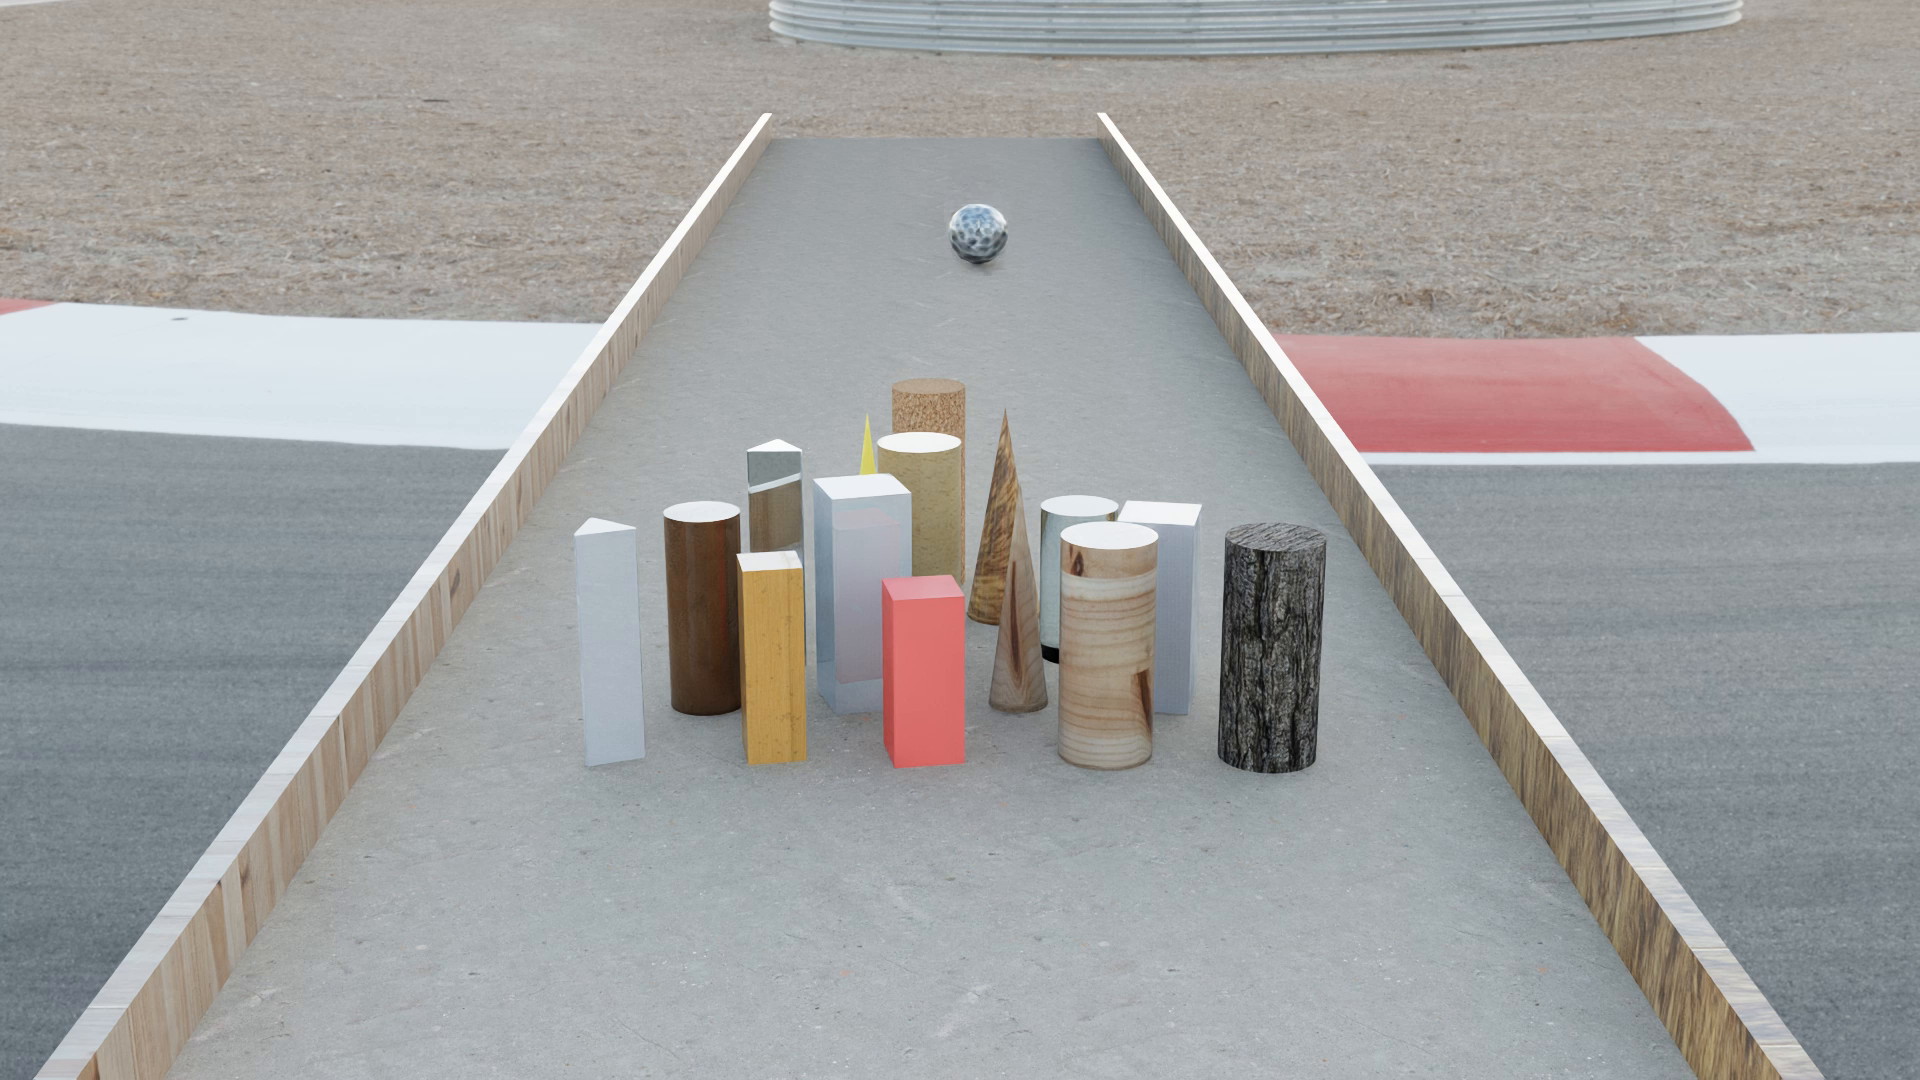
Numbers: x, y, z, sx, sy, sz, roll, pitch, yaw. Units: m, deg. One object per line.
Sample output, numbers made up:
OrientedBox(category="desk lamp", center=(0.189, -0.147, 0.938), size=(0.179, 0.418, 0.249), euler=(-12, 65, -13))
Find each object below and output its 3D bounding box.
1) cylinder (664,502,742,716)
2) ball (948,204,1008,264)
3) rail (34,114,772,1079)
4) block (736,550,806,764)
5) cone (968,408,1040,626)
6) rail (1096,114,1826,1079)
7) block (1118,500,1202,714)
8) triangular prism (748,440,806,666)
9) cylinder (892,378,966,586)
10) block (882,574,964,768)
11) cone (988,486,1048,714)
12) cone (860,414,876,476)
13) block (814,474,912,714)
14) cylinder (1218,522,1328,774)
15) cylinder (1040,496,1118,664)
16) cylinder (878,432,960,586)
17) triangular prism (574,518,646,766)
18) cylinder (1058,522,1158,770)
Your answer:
OrientedBox(category="cylinder", center=(-0.479, 0.128, 4.132), size=(0.141, 0.378, 0.141), euler=(0, 17, 0))
OrientedBox(category="ball", center=(0.074, -1.258, 9.026), size=(0.246, 0.246, 0.246), euler=(0, 17, 0))
OrientedBox(category="rail", center=(-1.118, -0.838, 7.780), size=(0.050, 0.150, 12.000), euler=(0, 17, -1))
OrientedBox(category="block", center=(-0.333, 0.209, 3.896), size=(0.104, 0.359, 0.104), euler=(-3, 17, -11))
OrientedBox(category="cone", center=(0.094, -0.060, 4.630), size=(0.158, 0.454, 0.158), euler=(0, 17, 0))
OrientedBox(category="rail", center=(0.932, -0.844, 7.801), size=(0.050, 0.150, 12.000), euler=(0, 17, -1))
OrientedBox(category="block", center=(0.373, 0.126, 4.153), size=(0.142, 0.370, 0.142), euler=(3, 17, 11))
OrientedBox(category="triangular prism", center=(-0.359, 0.027, 4.361), size=(0.104, 0.443, 0.090), euler=(0, 17, -1))
OrientedBox(category="cylinder", center=(-0.068, -0.123, 4.861), size=(0.160, 0.444, 0.160), euler=(0, 17, 0))
OrientedBox(category="block", center=(-0.065, 0.232, 3.900), size=(0.126, 0.311, 0.126), euler=(-3, 17, -10))
OrientedBox(category="cone", center=(0.111, 0.098, 4.124), size=(0.114, 0.440, 0.114), euler=(0, 17, 0))
OrientedBox(category="cone", center=(-0.192, -0.052, 4.616), size=(0.113, 0.448, 0.113), euler=(0, 17, 0))
OrientedBox(category="block", center=(-0.183, 0.100, 4.153), size=(0.150, 0.420, 0.150), euler=(-5, 17, -16))
OrientedBox(category="cylinder", center=(0.549, 0.189, 3.877), size=(0.175, 0.407, 0.175), euler=(0, 17, 0))
OrientedBox(category="cylinder", center=(0.238, 0.081, 4.411), size=(0.154, 0.310, 0.154), euler=(0, 17, 0))
OrientedBox(category="cylinder", center=(-0.080, 0.022, 4.370), size=(0.164, 0.446, 0.164), euler=(0, 17, 0))
OrientedBox(category="triangular prism", center=(-0.629, 0.177, 3.885), size=(0.108, 0.425, 0.094), euler=(-7, 18, -23))
OrientedBox(category="cylinder", center=(0.260, 0.187, 3.885), size=(0.169, 0.407, 0.169), euler=(0, 17, 0))
